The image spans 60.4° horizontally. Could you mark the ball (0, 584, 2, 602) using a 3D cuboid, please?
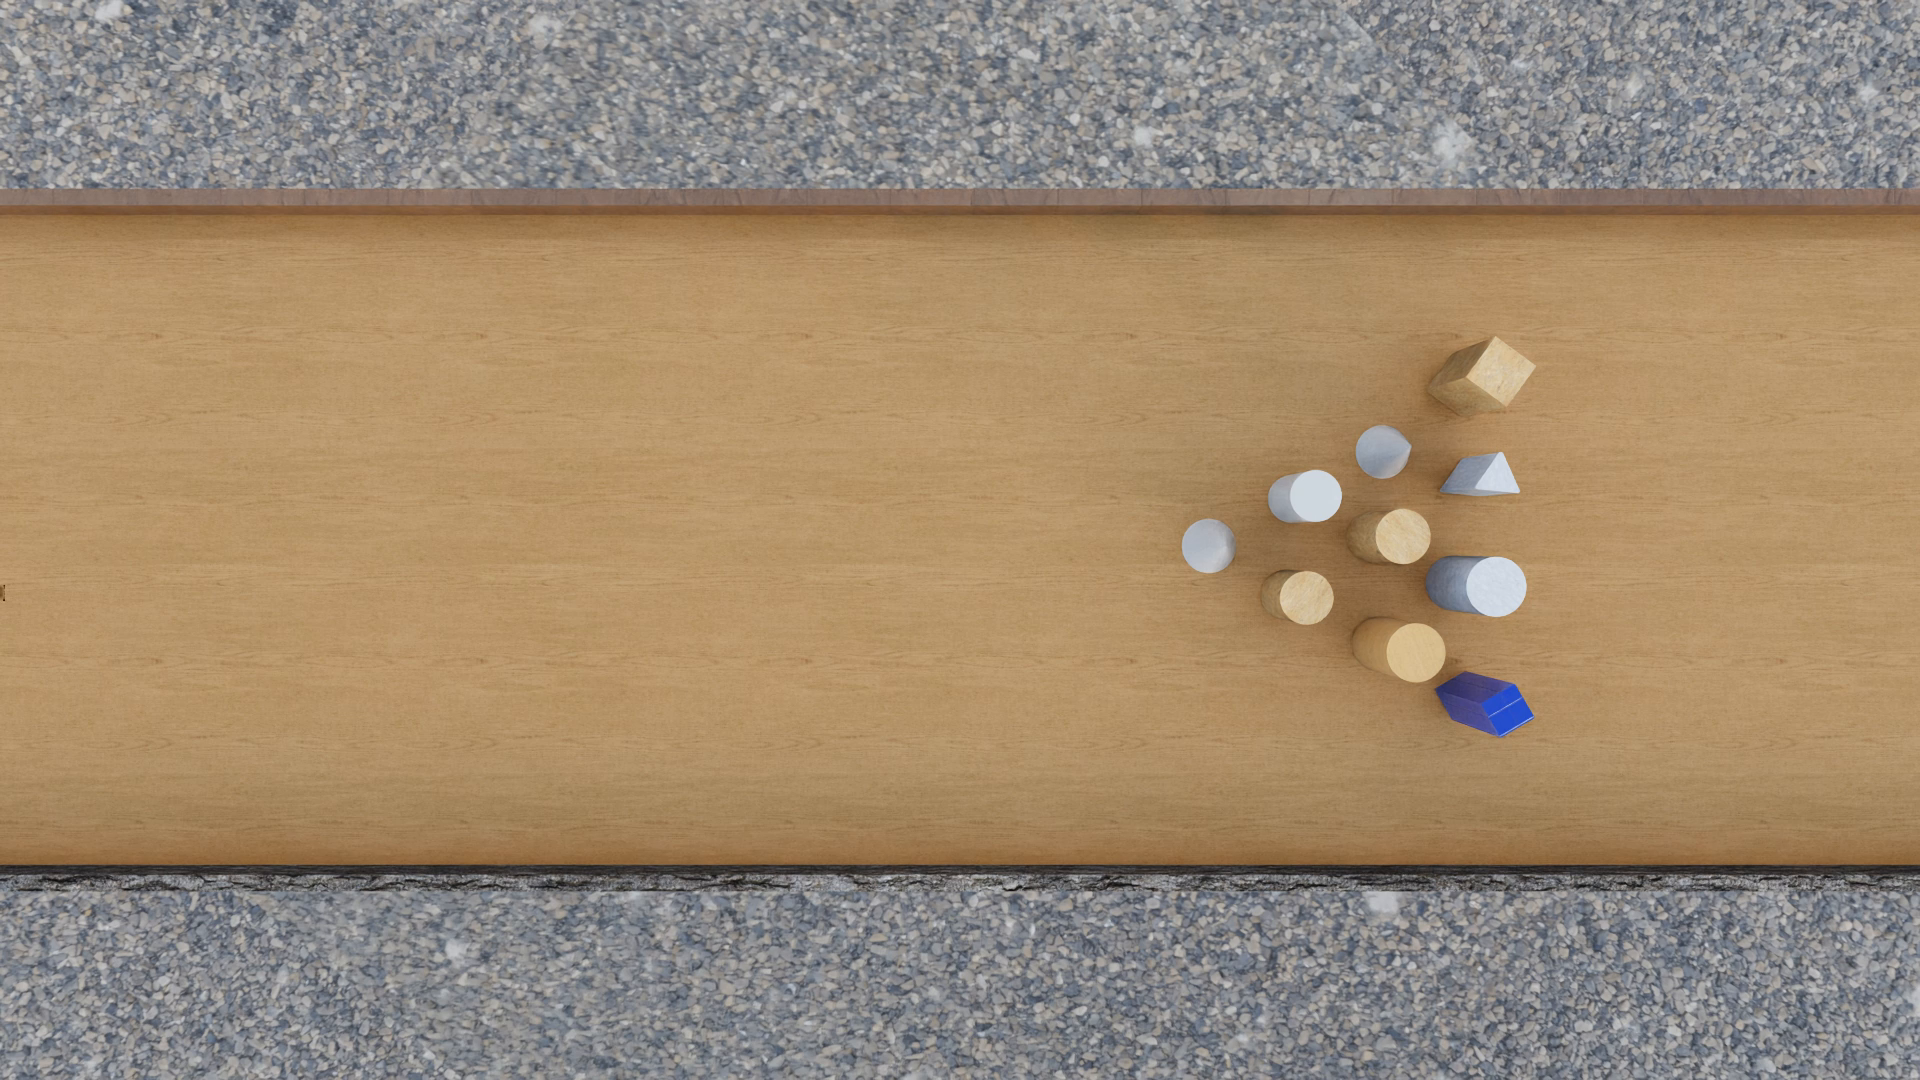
[{"bbox_3d":[-2.997,0.160,4.990,0.174,0.174,0.174,0,90,0],"label":"ball"}]

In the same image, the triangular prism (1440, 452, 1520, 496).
[{"bbox_3d":[1.545,-0.198,4.900,0.127,0.353,0.110,5,90,0],"label":"triangular prism"}]

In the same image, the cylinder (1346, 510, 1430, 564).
[{"bbox_3d":[1.268,-0.010,4.898,0.157,0.357,0.157,0,90,0],"label":"cylinder"}]

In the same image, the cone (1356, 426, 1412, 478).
[{"bbox_3d":[1.300,-0.271,4.911,0.166,0.330,0.166,0,90,0],"label":"cone"}]

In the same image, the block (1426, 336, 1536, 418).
[{"bbox_3d":[1.532,-0.477,4.872,0.142,0.410,0.142,36,90,0],"label":"block"}]

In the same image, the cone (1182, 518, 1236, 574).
[{"bbox_3d":[0.767,0.018,4.915,0.168,0.322,0.168,0,90,0],"label":"cone"}]

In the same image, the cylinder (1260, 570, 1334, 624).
[{"bbox_3d":[1.004,0.168,4.924,0.155,0.304,0.155,0,90,0],"label":"cylinder"}]

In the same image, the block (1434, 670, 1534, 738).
[{"bbox_3d":[1.535,0.479,4.848,0.111,0.456,0.111,-30,90,0],"label":"block"}]

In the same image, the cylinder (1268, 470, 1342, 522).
[{"bbox_3d":[1.022,-0.126,4.905,0.149,0.342,0.149,0,90,0],"label":"cylinder"}]

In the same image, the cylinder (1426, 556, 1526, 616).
[{"bbox_3d":[1.518,0.132,4.872,0.170,0.410,0.170,0,90,0],"label":"cylinder"}]

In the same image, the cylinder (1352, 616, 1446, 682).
[{"bbox_3d":[1.290,0.319,4.870,0.167,0.413,0.167,0,90,0],"label":"cylinder"}]

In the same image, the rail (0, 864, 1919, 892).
[{"bbox_3d":[-2.247,1.025,5.001,12.000,0.150,0.050,0,90,0],"label":"rail"}]

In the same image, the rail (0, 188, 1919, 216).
[{"bbox_3d":[-2.247,-1.025,5.002,12.000,0.150,0.050,0,90,0],"label":"rail"}]
